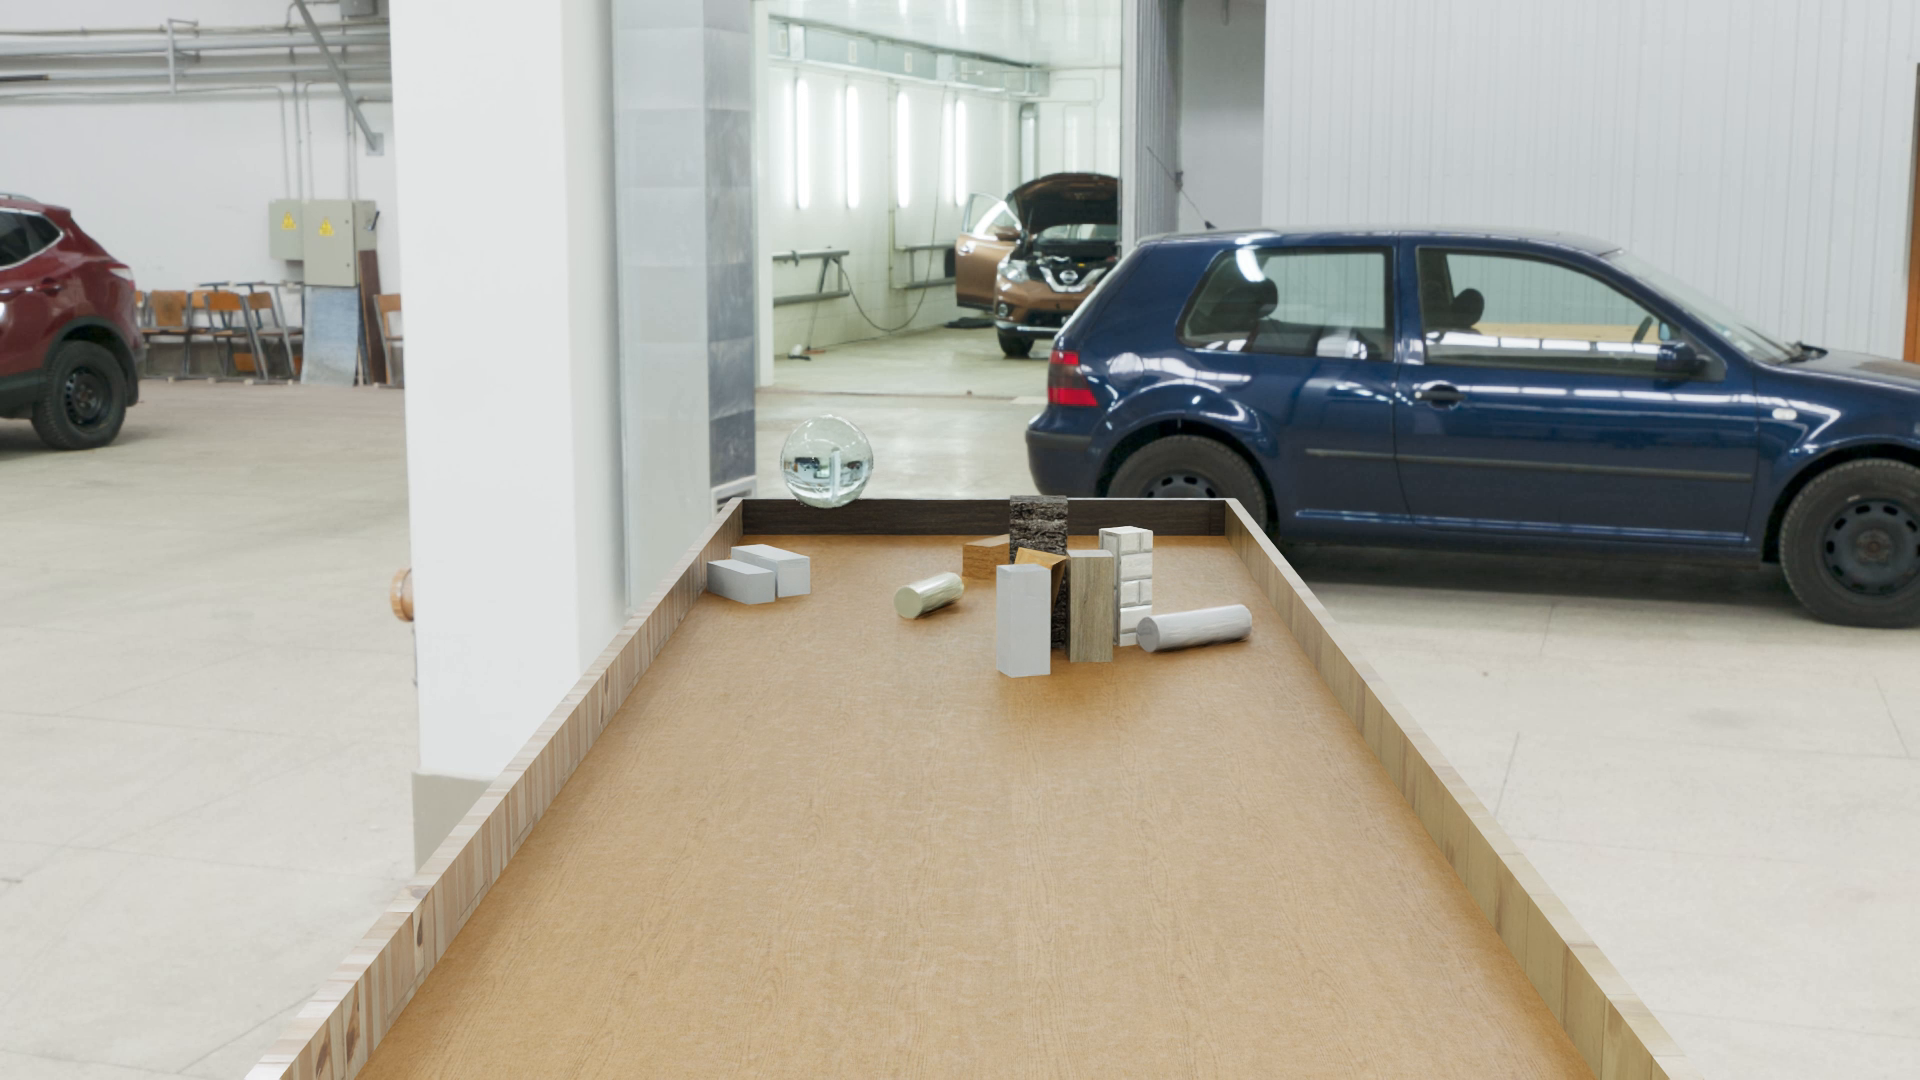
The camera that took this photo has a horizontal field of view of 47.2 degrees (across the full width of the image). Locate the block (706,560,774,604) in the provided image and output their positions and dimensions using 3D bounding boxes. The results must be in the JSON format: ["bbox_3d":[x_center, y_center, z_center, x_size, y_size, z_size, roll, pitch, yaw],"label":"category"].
[{"bbox_3d":[-0.774,0.146,7.750,0.105,0.105,0.312,-6,11,-33],"label":"block"}]

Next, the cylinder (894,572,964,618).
[{"bbox_3d":[-0.105,0.187,7.494,0.105,0.105,0.329,4,10,25],"label":"cylinder"}]

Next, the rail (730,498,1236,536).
[{"bbox_3d":[0.099,-0.098,9.147,2.100,0.150,0.050,0,9,1],"label":"rail"}]

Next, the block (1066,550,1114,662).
[{"bbox_3d":[0.395,0.201,6.710,0.130,0.324,0.130,-1,9,-4],"label":"block"}]

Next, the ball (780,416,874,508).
[{"bbox_3d":[-0.545,-0.320,9.000,0.383,0.383,0.383,0,9,0],"label":"ball"}]

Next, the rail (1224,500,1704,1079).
[{"bbox_3d":[1.046,0.843,3.208,0.050,0.150,12.000,0,9,1],"label":"rail"}]

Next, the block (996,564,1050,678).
[{"bbox_3d":[0.188,0.237,6.512,0.124,0.314,0.124,-3,10,-19],"label":"block"}]

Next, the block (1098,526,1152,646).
[{"bbox_3d":[0.522,0.145,6.954,0.121,0.357,0.121,-6,11,-31],"label":"block"}]

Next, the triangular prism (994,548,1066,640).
[{"bbox_3d":[0.242,0.193,6.786,0.134,0.305,0.155,2,19,-41],"label":"triangular prism"}]

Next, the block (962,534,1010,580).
[{"bbox_3d":[0.186,0.052,8.292,0.121,0.121,0.435,6,11,35],"label":"block"}]

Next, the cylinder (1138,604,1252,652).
[{"bbox_3d":[0.739,0.277,6.906,0.377,0.110,0.110,-6,11,-33],"label":"cylinder"}]

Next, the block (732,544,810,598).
[{"bbox_3d":[-0.682,0.108,7.908,0.131,0.131,0.352,-6,11,-33],"label":"block"}]

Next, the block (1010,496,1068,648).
[{"bbox_3d":[0.244,0.098,6.924,0.179,0.458,0.179,0,9,1],"label":"block"}]

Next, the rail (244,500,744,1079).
[{"bbox_3d":[-1.004,0.839,3.234,0.050,0.150,12.000,0,9,1],"label":"rail"}]
